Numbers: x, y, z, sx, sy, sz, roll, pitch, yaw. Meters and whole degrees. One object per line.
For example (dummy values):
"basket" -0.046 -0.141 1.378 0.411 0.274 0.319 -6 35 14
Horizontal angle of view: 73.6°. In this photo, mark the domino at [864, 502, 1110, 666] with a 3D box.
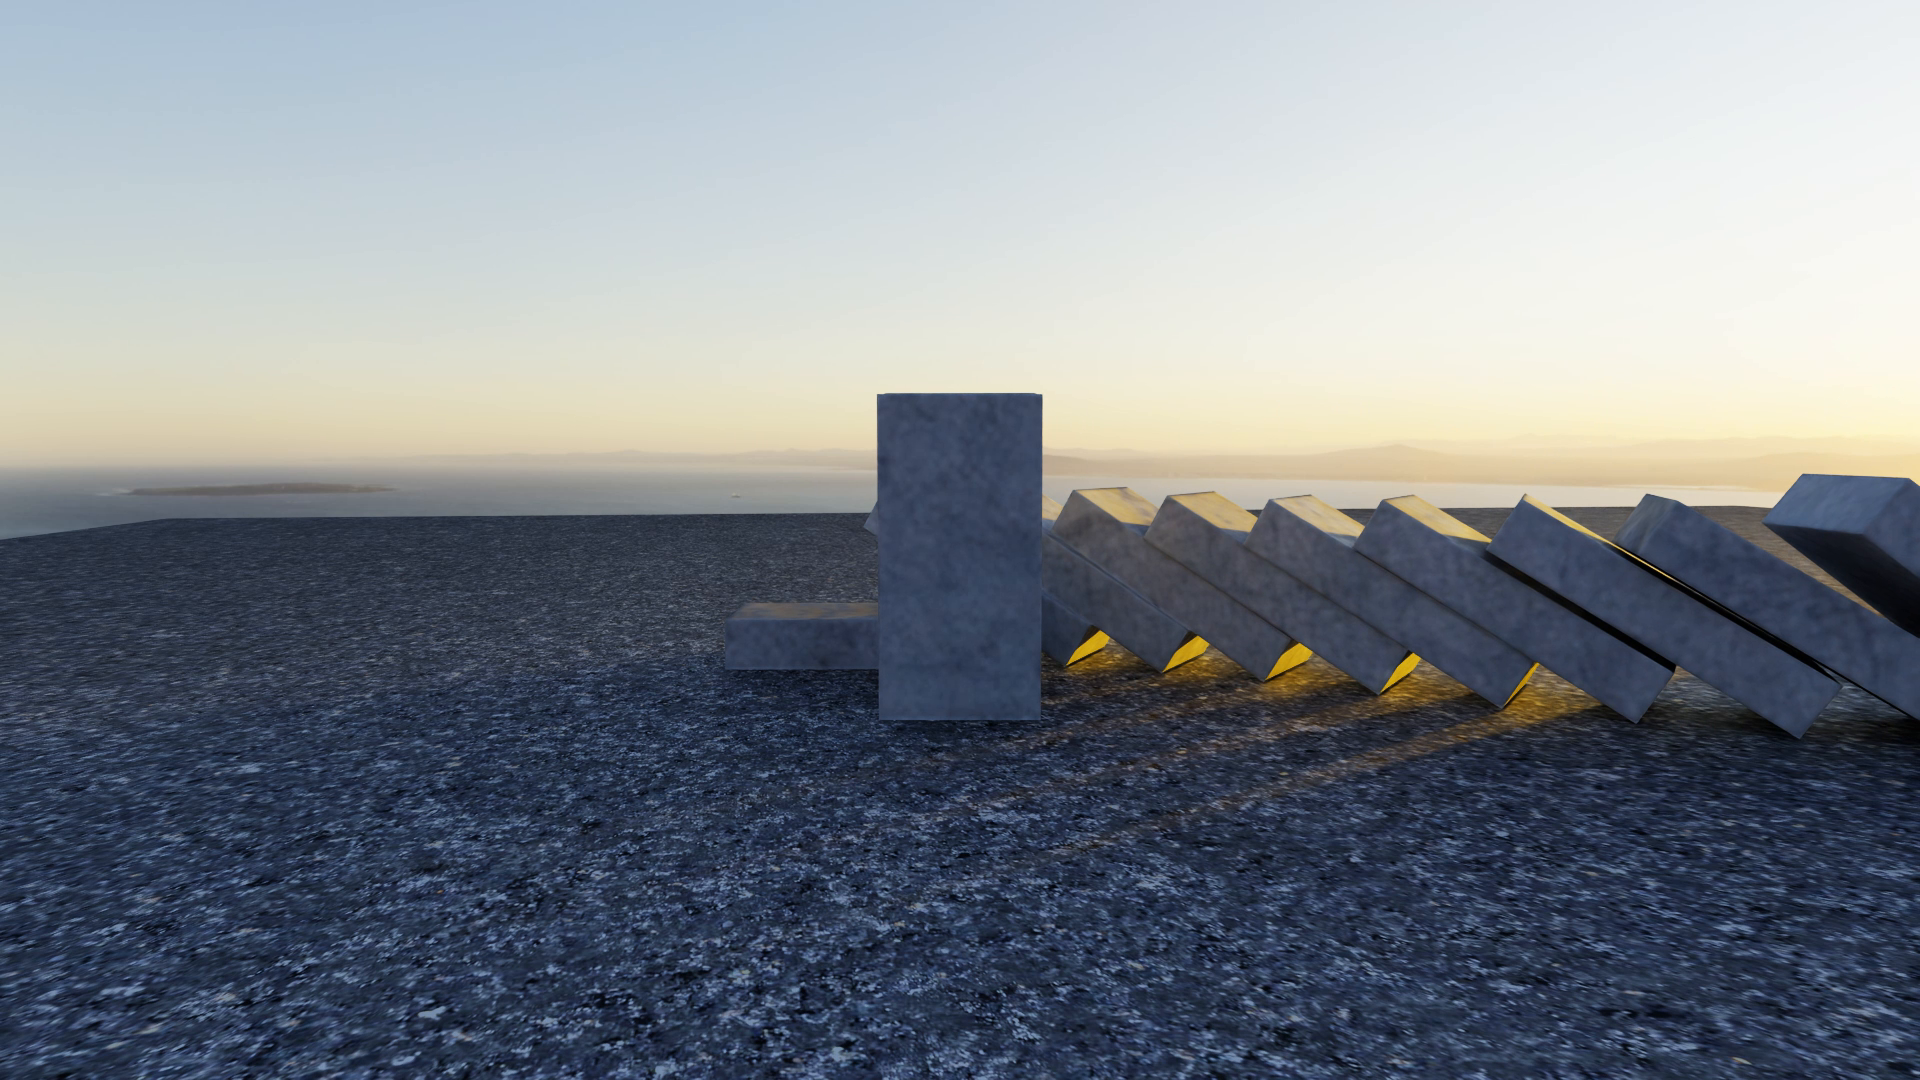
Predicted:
"domino" 0.007 0.006 0.261 0.050 0.009 0.025 34 16 18

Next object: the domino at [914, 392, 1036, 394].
"domino" 0.000 0.001 0.214 0.025 0.050 0.009 0 17 2

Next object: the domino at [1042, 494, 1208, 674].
"domino" 0.026 0.007 0.255 0.050 0.009 0.025 35 18 21

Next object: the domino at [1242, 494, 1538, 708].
"domino" 0.077 0.009 0.226 0.050 0.010 0.025 35 21 25

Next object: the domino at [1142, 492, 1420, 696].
"domino" 0.061 0.008 0.237 0.050 0.009 0.025 36 21 24

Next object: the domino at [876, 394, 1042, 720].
"domino" 0.000 0.002 0.200 0.025 0.050 0.009 0 6 0

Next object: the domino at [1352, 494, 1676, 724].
"domino" 0.093 0.010 0.214 0.050 0.009 0.025 36 21 24

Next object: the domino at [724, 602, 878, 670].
"domino" -0.020 0.019 0.255 0.050 0.009 0.025 0 4 -1

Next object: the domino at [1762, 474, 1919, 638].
"domino" 0.145 0.010 0.184 0.050 0.010 0.025 38 6 1

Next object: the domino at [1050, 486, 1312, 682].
"domino" 0.044 0.007 0.248 0.050 0.010 0.025 36 21 25

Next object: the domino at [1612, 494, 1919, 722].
"domino" 0.126 0.011 0.194 0.050 0.009 0.025 34 14 13

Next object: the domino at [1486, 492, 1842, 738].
"domino" 0.109 0.010 0.203 0.050 0.010 0.025 35 17 19
